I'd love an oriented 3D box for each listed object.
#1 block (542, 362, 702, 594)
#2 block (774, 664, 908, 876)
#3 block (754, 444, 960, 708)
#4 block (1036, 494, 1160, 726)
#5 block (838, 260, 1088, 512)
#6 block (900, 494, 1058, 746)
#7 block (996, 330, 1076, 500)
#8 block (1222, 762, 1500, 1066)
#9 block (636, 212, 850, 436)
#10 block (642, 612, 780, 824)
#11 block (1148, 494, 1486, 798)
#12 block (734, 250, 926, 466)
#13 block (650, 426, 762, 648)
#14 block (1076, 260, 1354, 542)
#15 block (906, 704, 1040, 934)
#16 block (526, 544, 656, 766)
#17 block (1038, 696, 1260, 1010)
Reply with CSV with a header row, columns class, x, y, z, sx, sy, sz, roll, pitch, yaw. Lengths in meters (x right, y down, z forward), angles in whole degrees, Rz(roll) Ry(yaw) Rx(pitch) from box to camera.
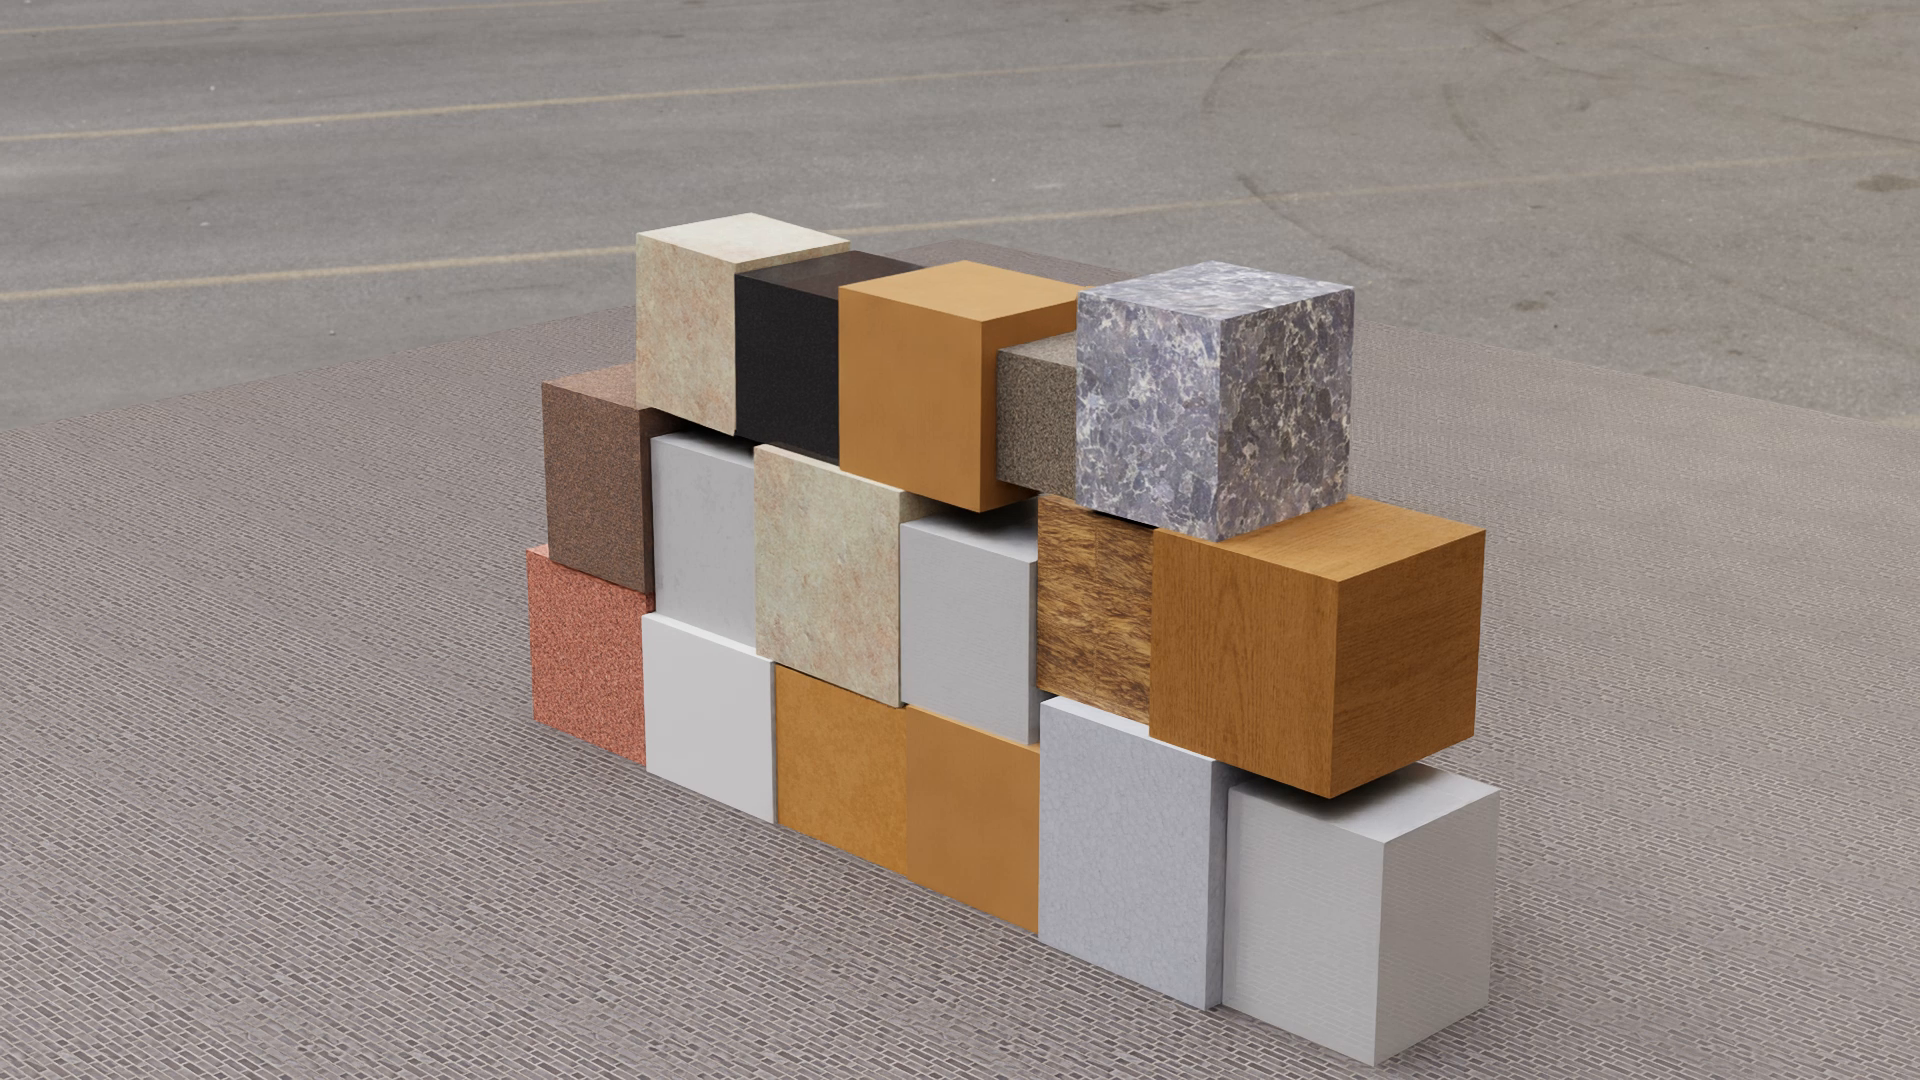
class,x,y,z,sx,sy,sz,roll,pitch,yaw
block,-1.506,-0.357,14.814,0.885,0.931,0.771,-17,24,-42
block,-0.242,0.973,13.905,0.877,0.806,0.901,-17,24,-42
block,-0.299,0.070,13.697,0.900,1.021,0.972,-17,25,-42
block,0.858,0.222,12.517,0.779,0.855,0.716,-17,24,-42
block,0.054,-0.702,13.061,0.793,0.846,0.890,-17,25,-42
block,0.313,0.322,13.102,0.845,0.833,0.791,-17,24,-42
block,0.569,-0.538,12.553,0.585,0.573,0.583,-17,24,-42
block,1.644,1.471,12.055,0.777,0.965,0.786,-17,24,-42
block,-1.047,-1.051,14.119,0.724,0.836,0.722,-17,27,-42
block,-0.912,0.769,14.526,0.901,0.822,0.951,-17,24,-42
block,1.448,0.383,11.941,0.954,0.893,0.941,-17,24,-42
block,-0.512,-0.855,13.635,0.758,0.771,0.746,-17,25,-42
block,-0.934,-0.067,14.326,0.797,0.893,0.798,-17,24,-42
block,1.043,-0.588,12.041,0.843,0.900,0.760,-17,24,-42
block,0.401,1.138,13.307,0.953,0.848,0.865,-17,24,-42
block,-1.579,0.504,15.182,0.879,0.934,0.968,-17,24,-42
block,1.044,1.210,12.645,1.037,1.108,0.949,-17,24,-42
